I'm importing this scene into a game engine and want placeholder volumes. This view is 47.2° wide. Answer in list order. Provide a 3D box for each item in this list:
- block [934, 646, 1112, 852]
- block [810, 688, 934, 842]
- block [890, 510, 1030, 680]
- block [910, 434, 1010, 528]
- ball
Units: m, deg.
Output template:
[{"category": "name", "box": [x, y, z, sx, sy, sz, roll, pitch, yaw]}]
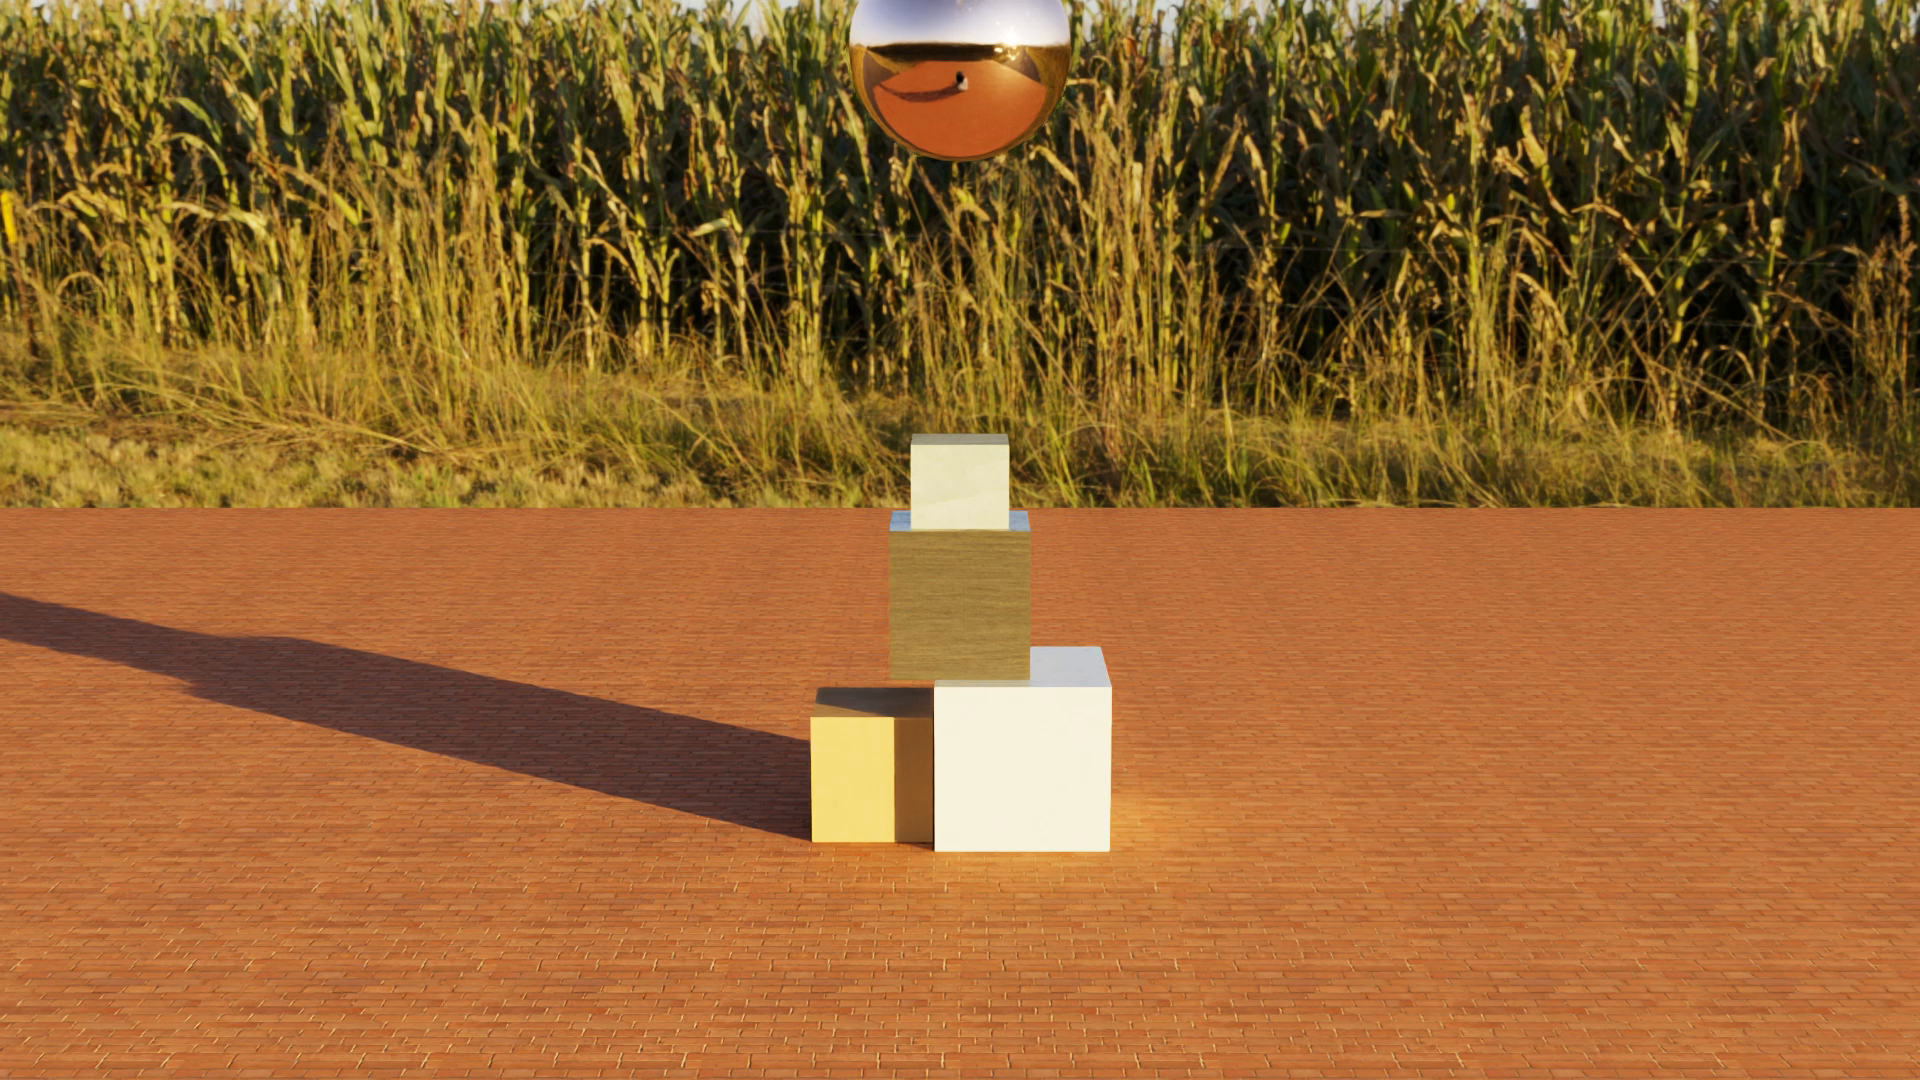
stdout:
[{"category": "block", "box": [0.311, 1.063, 11.362, 0.875, 0.844, 0.889, 0, 10, 0]}, {"category": "block", "box": [-0.443, 1.155, 11.394, 0.612, 0.651, 0.622, 0, 10, 0]}, {"category": "block", "box": [0.000, 0.273, 11.235, 0.701, 0.755, 0.624, 0, 10, 0]}, {"category": "block", "box": [0.000, -0.301, 11.109, 0.485, 0.420, 0.429, 0, 10, 0]}, {"category": "ball", "box": [0.000, -3.520, 15.780, 1.600, 1.600, 1.600, 0, 10, 0]}]
